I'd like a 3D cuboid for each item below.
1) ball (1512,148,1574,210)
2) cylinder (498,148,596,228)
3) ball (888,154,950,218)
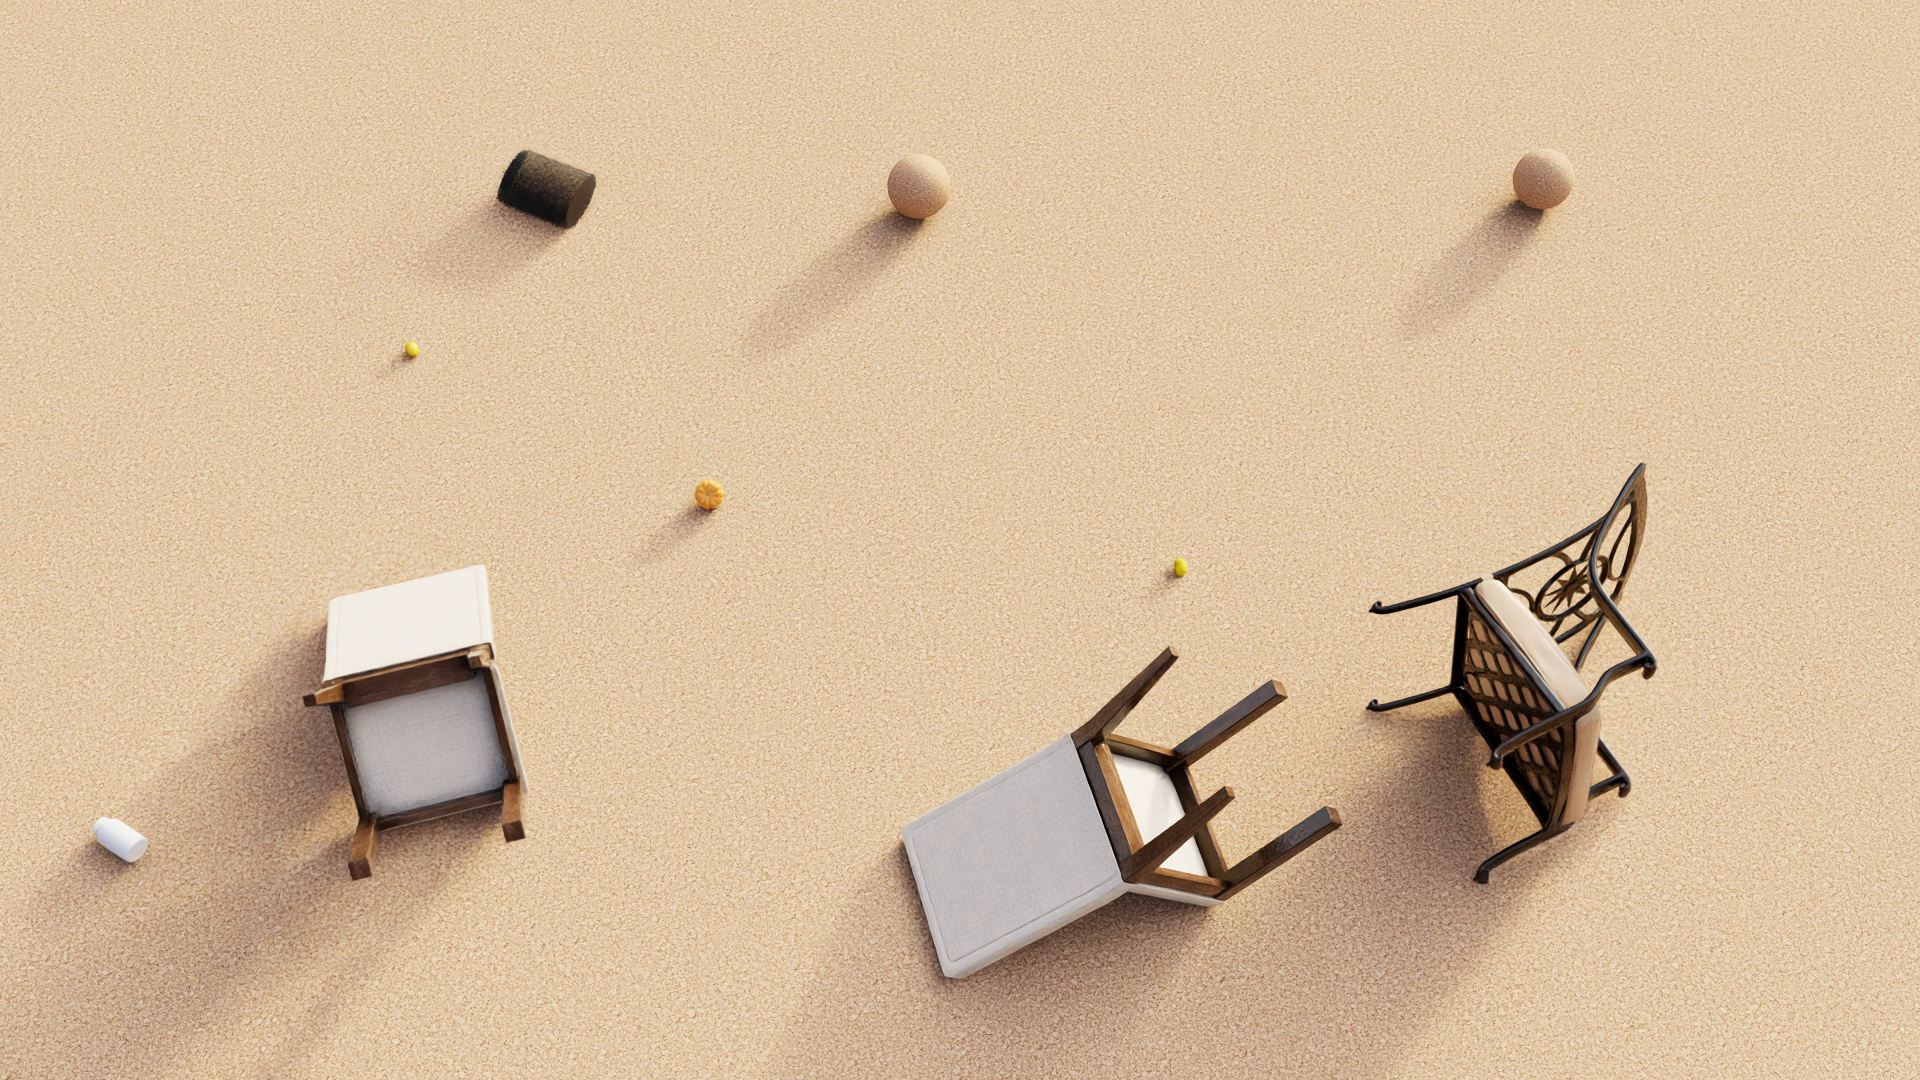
[{"bbox_3d":[1.925,-1.191,7.254,0.197,0.197,0.197,0,56,0],"label":"ball"},{"bbox_3d":[-1.367,-1.165,7.282,0.262,0.116,0.206,22,72,14],"label":"cylinder"},{"bbox_3d":[-0.135,-1.162,7.228,0.209,0.209,0.209,0,56,0],"label":"ball"}]
